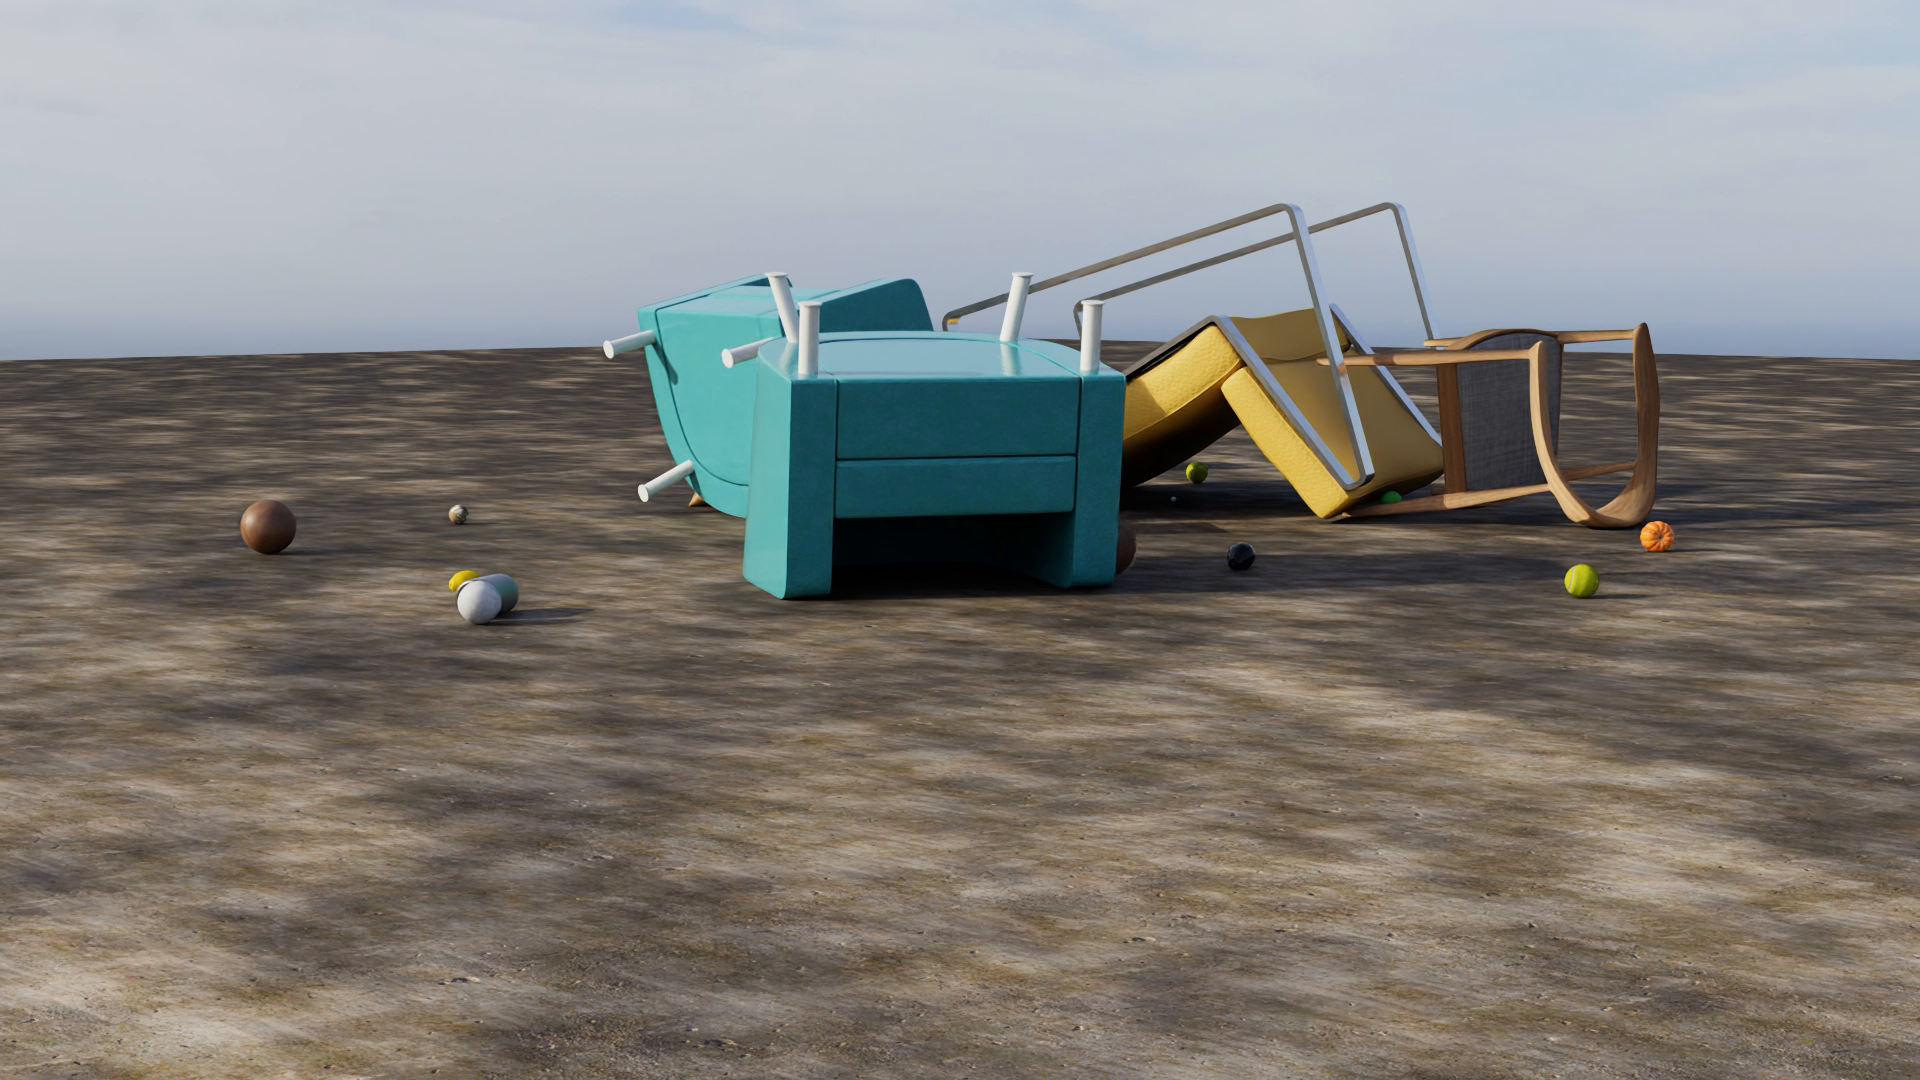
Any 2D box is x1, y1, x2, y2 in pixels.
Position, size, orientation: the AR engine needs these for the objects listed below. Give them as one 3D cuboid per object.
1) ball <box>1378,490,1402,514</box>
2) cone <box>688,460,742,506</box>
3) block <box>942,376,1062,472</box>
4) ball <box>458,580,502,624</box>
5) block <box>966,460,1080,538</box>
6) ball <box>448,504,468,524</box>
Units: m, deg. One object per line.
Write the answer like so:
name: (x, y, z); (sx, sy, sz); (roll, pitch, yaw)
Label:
ball: (1.194, -0.105, 7.112); (0.065, 0.065, 0.065); (0, 6, 0)
cone: (-0.726, -0.131, 7.360); (0.130, 0.149, 0.163); (-34, 44, -16)
block: (0.137, -0.394, 8.701); (0.311, 0.314, 0.310); (-2, 6, -21)
ball: (-0.910, 0.118, 4.861); (0.082, 0.082, 0.082); (0, 6, 0)
block: (0.159, -0.108, 6.608); (0.253, 0.175, 0.276); (-1, 6, -7)
ball: (-1.332, -0.068, 6.819); (0.052, 0.052, 0.052); (0, 6, 0)
